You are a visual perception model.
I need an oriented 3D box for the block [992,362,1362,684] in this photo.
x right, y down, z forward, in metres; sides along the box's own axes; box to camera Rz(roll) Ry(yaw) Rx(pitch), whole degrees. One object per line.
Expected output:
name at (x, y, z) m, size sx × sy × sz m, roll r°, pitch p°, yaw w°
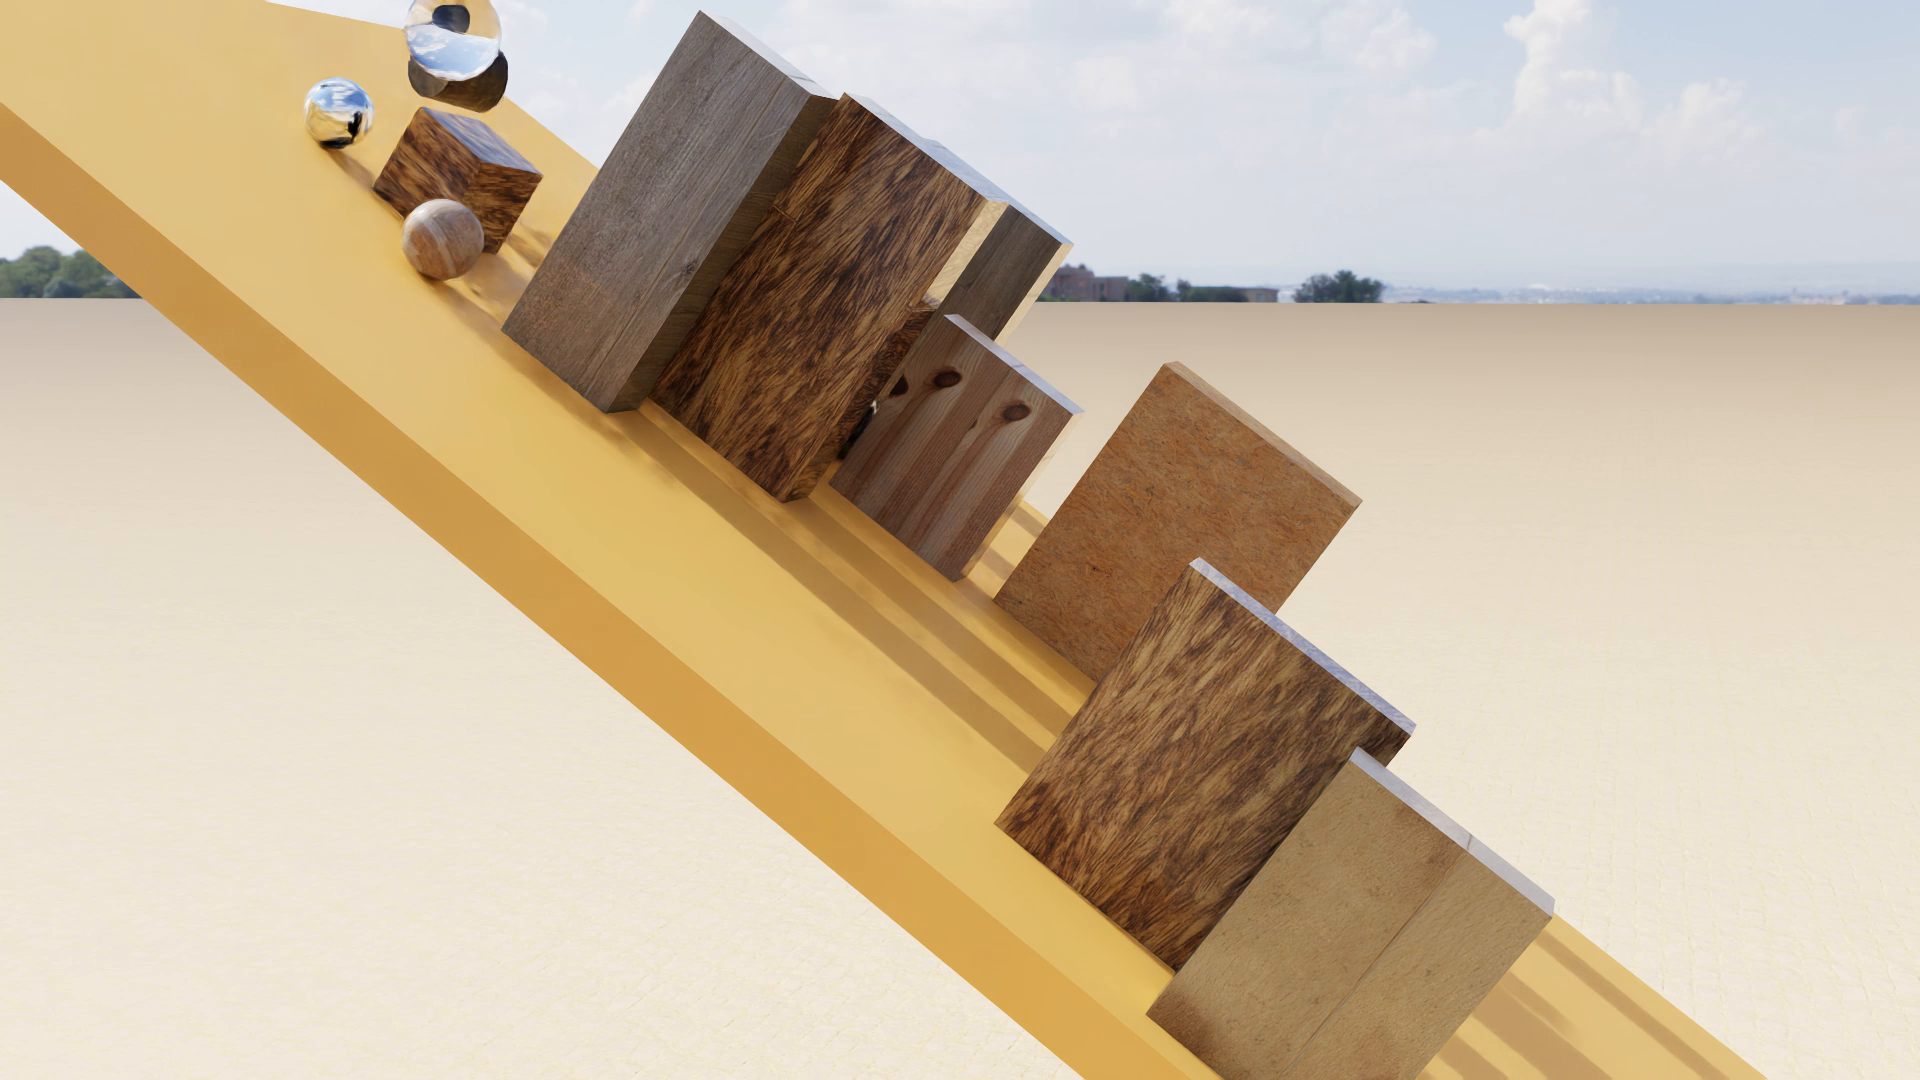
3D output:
block at (0.411, 0.021, 4.192) m, size 0.441 × 0.567 × 0.136 m, roll 38°, pitch 16°, yaw 10°

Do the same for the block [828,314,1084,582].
block at (-0.009, -0.176, 4.204) m, size 0.312 × 0.401 × 0.095 m, roll 38°, pitch 16°, yaw 10°

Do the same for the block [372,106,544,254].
block at (-0.938, -0.670, 4.112) m, size 0.182 × 0.182 × 0.182 m, roll 41°, pitch 17°, yaw 19°

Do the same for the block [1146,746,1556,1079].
block at (0.530, 0.572, 3.012) m, size 0.331 × 0.468 × 0.091 m, roll 38°, pitch 16°, yaw 10°

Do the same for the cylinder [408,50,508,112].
cylinder at (-1.040, -0.973, 4.559) m, size 0.144 × 0.144 × 0.144 m, roll 5°, pitch 0°, yaw 36°

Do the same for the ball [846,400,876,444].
ball at (-0.235, -0.256, 4.233) m, size 0.147 × 0.147 × 0.147 m, roll 0°, pitch 7°, yaw 0°

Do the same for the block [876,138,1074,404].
block at (-0.068, -0.557, 4.928) m, size 0.396 × 0.545 × 0.112 m, roll 38°, pitch 16°, yaw 10°

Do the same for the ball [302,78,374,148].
ball at (-1.164, -0.800, 4.120) m, size 0.131 × 0.131 × 0.131 m, roll 0°, pitch 7°, yaw 0°

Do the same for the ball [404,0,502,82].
ball at (-0.941, -0.942, 4.081) m, size 0.178 × 0.178 × 0.178 m, roll 0°, pitch 7°, yaw 0°

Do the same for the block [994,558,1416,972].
block at (0.356, 0.347, 3.248) m, size 0.398 × 0.500 × 0.083 m, roll 38°, pitch 16°, yaw 10°

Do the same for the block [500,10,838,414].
block at (-0.506, -0.560, 3.803) m, size 0.245 × 0.661 × 0.133 m, roll 38°, pitch 16°, yaw 10°

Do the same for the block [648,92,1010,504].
block at (-0.243, -0.433, 3.975) m, size 0.326 × 0.664 × 0.134 m, roll 38°, pitch 16°, yaw 10°

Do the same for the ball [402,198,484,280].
ball at (-0.903, -0.525, 3.840) m, size 0.141 × 0.141 × 0.141 m, roll 0°, pitch 7°, yaw 0°

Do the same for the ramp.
ramp at (-0.074, 0.140, 4.074) m, size 4.000 × 0.100 × 2.000 m, roll 38°, pitch 16°, yaw 10°

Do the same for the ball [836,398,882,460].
ball at (-0.216, -0.229, 4.402) m, size 0.146 × 0.146 × 0.146 m, roll 0°, pitch 7°, yaw 0°
